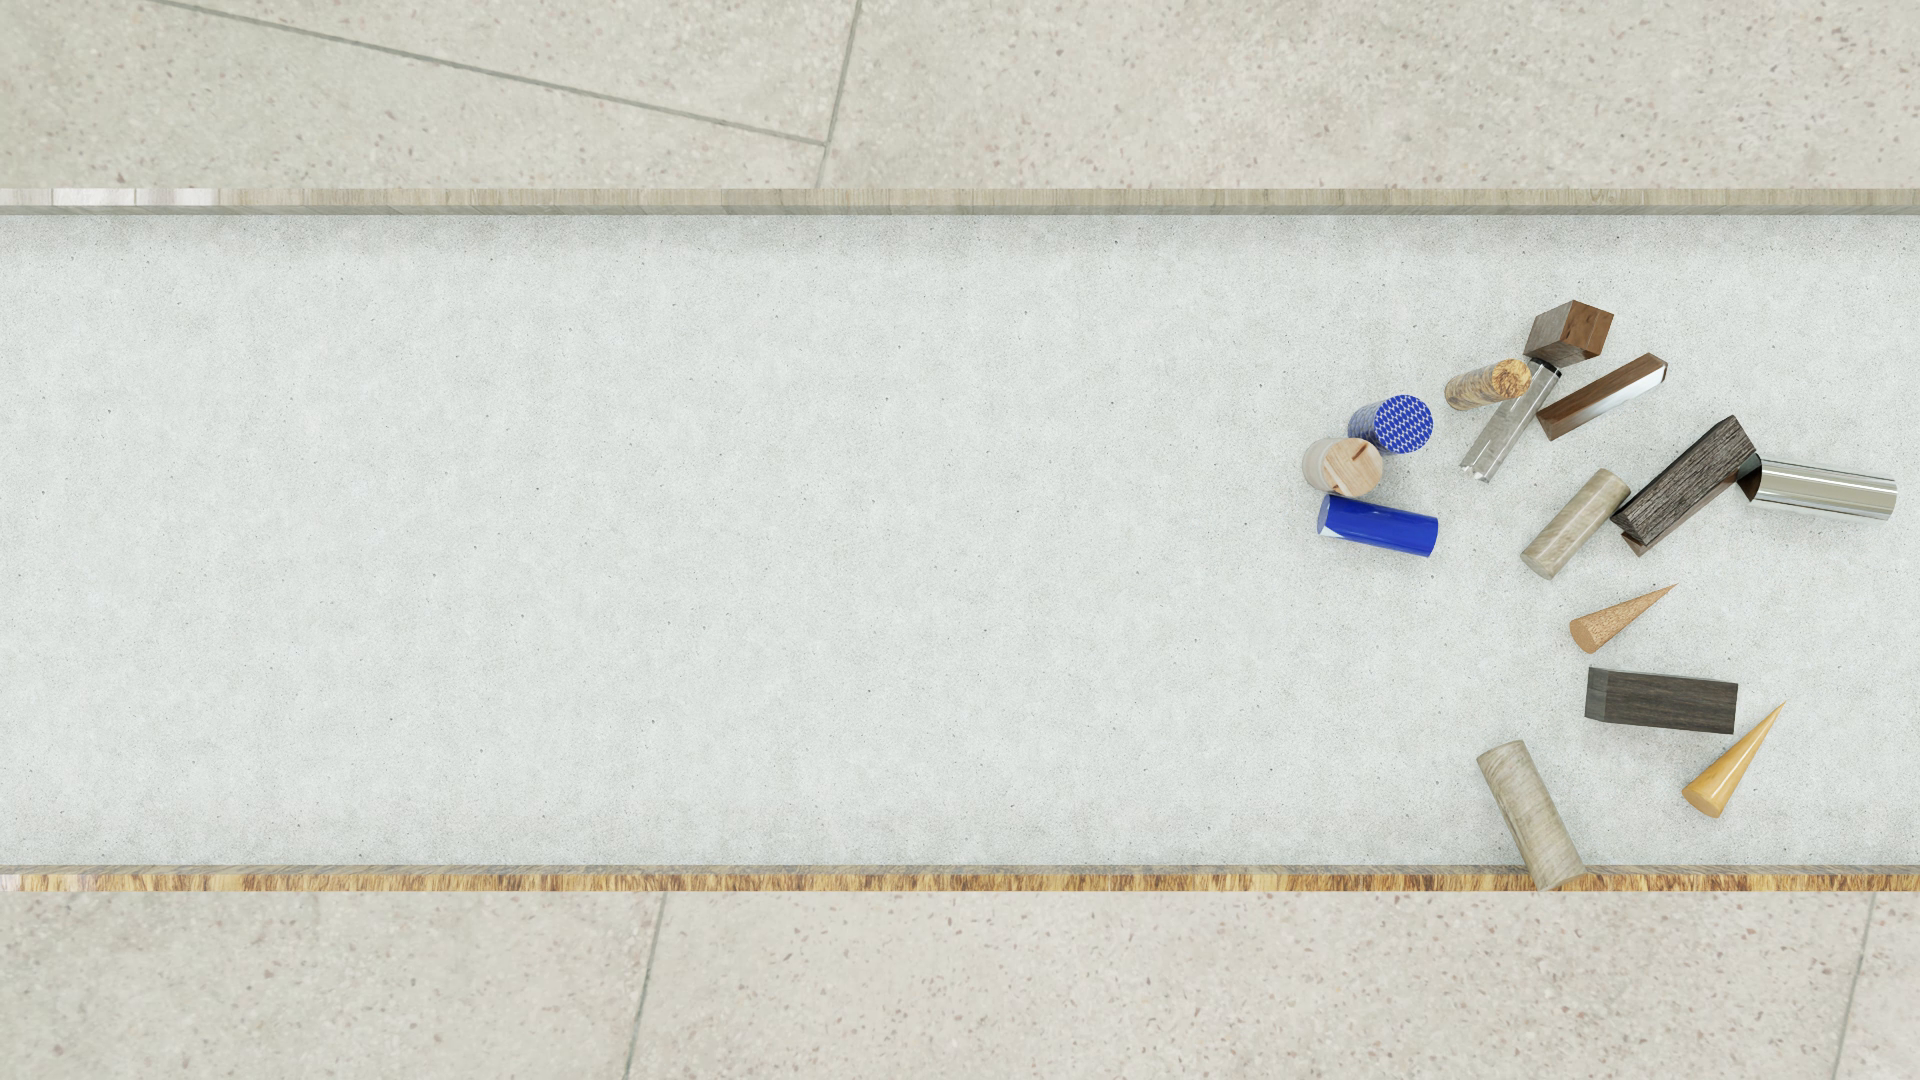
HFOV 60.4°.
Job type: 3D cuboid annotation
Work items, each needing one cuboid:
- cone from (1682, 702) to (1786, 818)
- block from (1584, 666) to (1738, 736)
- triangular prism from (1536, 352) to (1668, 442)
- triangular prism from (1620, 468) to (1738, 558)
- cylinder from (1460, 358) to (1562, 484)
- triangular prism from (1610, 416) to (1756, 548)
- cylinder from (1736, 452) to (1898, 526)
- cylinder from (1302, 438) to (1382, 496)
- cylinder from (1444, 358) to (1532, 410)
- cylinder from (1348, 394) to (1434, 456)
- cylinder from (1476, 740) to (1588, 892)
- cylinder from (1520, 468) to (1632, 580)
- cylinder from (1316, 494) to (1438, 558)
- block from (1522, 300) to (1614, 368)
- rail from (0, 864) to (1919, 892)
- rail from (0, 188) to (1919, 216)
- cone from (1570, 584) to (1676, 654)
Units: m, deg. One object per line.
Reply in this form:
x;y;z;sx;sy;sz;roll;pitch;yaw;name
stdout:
2.399;0.645;5.045;0.128;0.128;0.436;44;82;0;cone
2.122;0.486;4.999;0.389;0.155;0.155;6;90;0;block
1.967;-0.440;5.032;0.397;0.085;0.098;-28;90;0;triangular prism
2.209;-0.098;5.035;0.379;0.079;0.091;-38;90;0;triangular prism
1.677;-0.365;5.025;0.103;0.103;0.393;34;90;0;cylinder
2.175;-0.197;4.978;0.440;0.130;0.150;-42;50;0;triangular prism
2.589;-0.153;4.995;0.407;0.163;0.163;9;90;0;cylinder
1.125;-0.219;4.873;0.167;0.396;0.167;0;94;3;cylinder
1.547;-0.453;4.851;0.111;0.451;0.111;0;90;0;cylinder
1.270;-0.333;4.886;0.167;0.375;0.167;0;91;2;cylinder
1.704;0.822;4.924;0.151;0.151;0.424;-20;67;0;cylinder
1.871;-0.048;5.017;0.118;0.118;0.357;43;90;0;cylinder
1.268;-0.044;5.013;0.335;0.127;0.127;12;90;0;cylinder
1.812;-0.612;4.922;0.127;0.305;0.127;20;89;0;block
-2.247;1.025;5.001;12.000;0.150;0.050;0;90;0;rail
-2.247;-1.025;5.002;12.000;0.150;0.050;0;90;0;rail
2.054;0.213;5.048;0.365;0.116;0.116;-27;90;-9;cone
